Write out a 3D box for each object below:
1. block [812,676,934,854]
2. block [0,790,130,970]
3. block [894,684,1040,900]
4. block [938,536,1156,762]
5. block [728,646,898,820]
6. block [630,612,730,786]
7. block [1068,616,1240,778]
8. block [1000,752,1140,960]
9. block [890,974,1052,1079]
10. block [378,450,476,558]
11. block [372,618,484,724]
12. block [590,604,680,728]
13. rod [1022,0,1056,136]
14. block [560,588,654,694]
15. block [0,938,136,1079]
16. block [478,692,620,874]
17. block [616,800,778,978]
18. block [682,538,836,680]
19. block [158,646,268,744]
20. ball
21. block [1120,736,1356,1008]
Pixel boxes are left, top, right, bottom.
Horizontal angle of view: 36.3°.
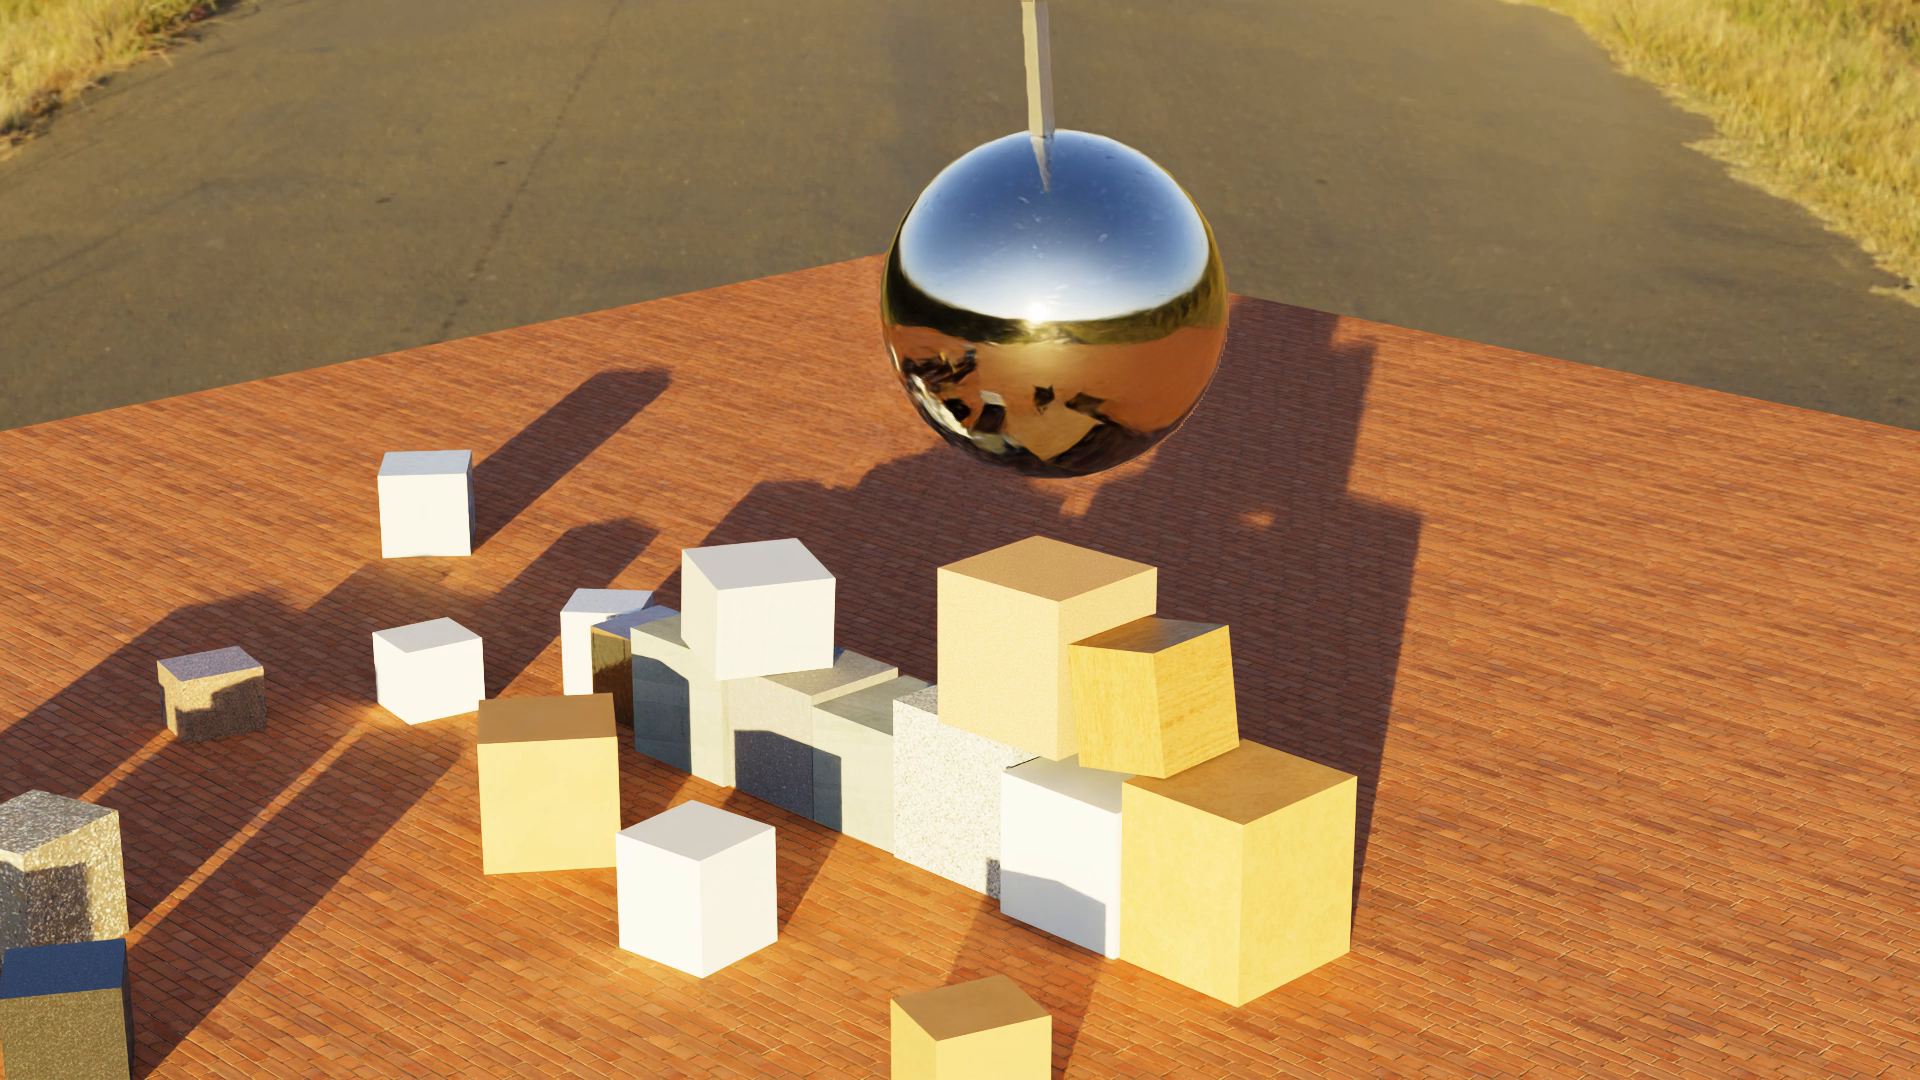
[{"bbox_3d":[-0.279,1.064,13.983,0.616,0.586,0.579,-17,24,-42],"label":"block"},{"bbox_3d":[-4.000,1.481,12.673,0.497,0.575,0.553,9,20,28],"label":"block"},{"bbox_3d":[0.194,1.114,13.499,0.655,0.781,0.759,-17,24,-42],"label":"block"},{"bbox_3d":[0.385,0.468,13.038,0.703,0.725,0.663,15,23,40],"label":"block"},{"bbox_3d":[-0.719,0.917,14.368,0.564,0.635,0.612,-16,24,-42],"label":"block"},{"bbox_3d":[-1.175,0.760,14.823,0.664,0.662,0.692,-17,24,-42],"label":"block"},{"bbox_3d":[0.836,0.672,12.648,0.473,0.542,0.516,4,15,43],"label":"block"},{"bbox_3d":[0.701,1.326,13.003,0.794,0.672,0.680,-17,24,-42],"label":"block"},{"bbox_3d":[0.041,1.991,11.307,0.488,0.421,0.401,-8,19,-25],"label":"block"},{"bbox_3d":[-3.304,-0.228,18.200,0.531,0.522,0.543,-2,18,-5],"label":"block"},{"bbox_3d":[-2.806,0.688,15.497,0.431,0.394,0.410,-12,21,-33],"label":"block"},{"bbox_3d":[-1.606,0.675,15.385,0.447,0.487,0.472,16,24,42],"label":"block"},{"bbox_3d":[0.185,-4.236,12.205,0.080,5.200,0.080,17,30,42],"label":"rod"},{"bbox_3d":[-1.893,0.552,15.809,0.418,0.467,0.398,2,18,5],"label":"block"},{"bbox_3d":[-3.516,1.895,11.558,0.459,0.455,0.457,-4,18,-13],"label":"block"},{"bbox_3d":[-1.917,1.130,13.685,0.629,0.639,0.585,-3,18,-8],"label":"block"},{"bbox_3d":[-1.136,1.501,12.674,0.490,0.536,0.475,13,22,36],"label":"block"},{"bbox_3d":[-0.991,0.332,14.311,0.592,0.466,0.568,-6,22,-21],"label":"block"},{"bbox_3d":[-3.881,0.802,15.220,0.432,0.343,0.380,-11,20,-31],"label":"block"},{"bbox_3d":[0.428,-1.082,13.450,1.600,1.600,1.600,0,17,0],"label":"ball"},{"bbox_3d":[1.184,1.401,12.525,0.751,0.817,0.660,-17,24,-42],"label":"block"}]
